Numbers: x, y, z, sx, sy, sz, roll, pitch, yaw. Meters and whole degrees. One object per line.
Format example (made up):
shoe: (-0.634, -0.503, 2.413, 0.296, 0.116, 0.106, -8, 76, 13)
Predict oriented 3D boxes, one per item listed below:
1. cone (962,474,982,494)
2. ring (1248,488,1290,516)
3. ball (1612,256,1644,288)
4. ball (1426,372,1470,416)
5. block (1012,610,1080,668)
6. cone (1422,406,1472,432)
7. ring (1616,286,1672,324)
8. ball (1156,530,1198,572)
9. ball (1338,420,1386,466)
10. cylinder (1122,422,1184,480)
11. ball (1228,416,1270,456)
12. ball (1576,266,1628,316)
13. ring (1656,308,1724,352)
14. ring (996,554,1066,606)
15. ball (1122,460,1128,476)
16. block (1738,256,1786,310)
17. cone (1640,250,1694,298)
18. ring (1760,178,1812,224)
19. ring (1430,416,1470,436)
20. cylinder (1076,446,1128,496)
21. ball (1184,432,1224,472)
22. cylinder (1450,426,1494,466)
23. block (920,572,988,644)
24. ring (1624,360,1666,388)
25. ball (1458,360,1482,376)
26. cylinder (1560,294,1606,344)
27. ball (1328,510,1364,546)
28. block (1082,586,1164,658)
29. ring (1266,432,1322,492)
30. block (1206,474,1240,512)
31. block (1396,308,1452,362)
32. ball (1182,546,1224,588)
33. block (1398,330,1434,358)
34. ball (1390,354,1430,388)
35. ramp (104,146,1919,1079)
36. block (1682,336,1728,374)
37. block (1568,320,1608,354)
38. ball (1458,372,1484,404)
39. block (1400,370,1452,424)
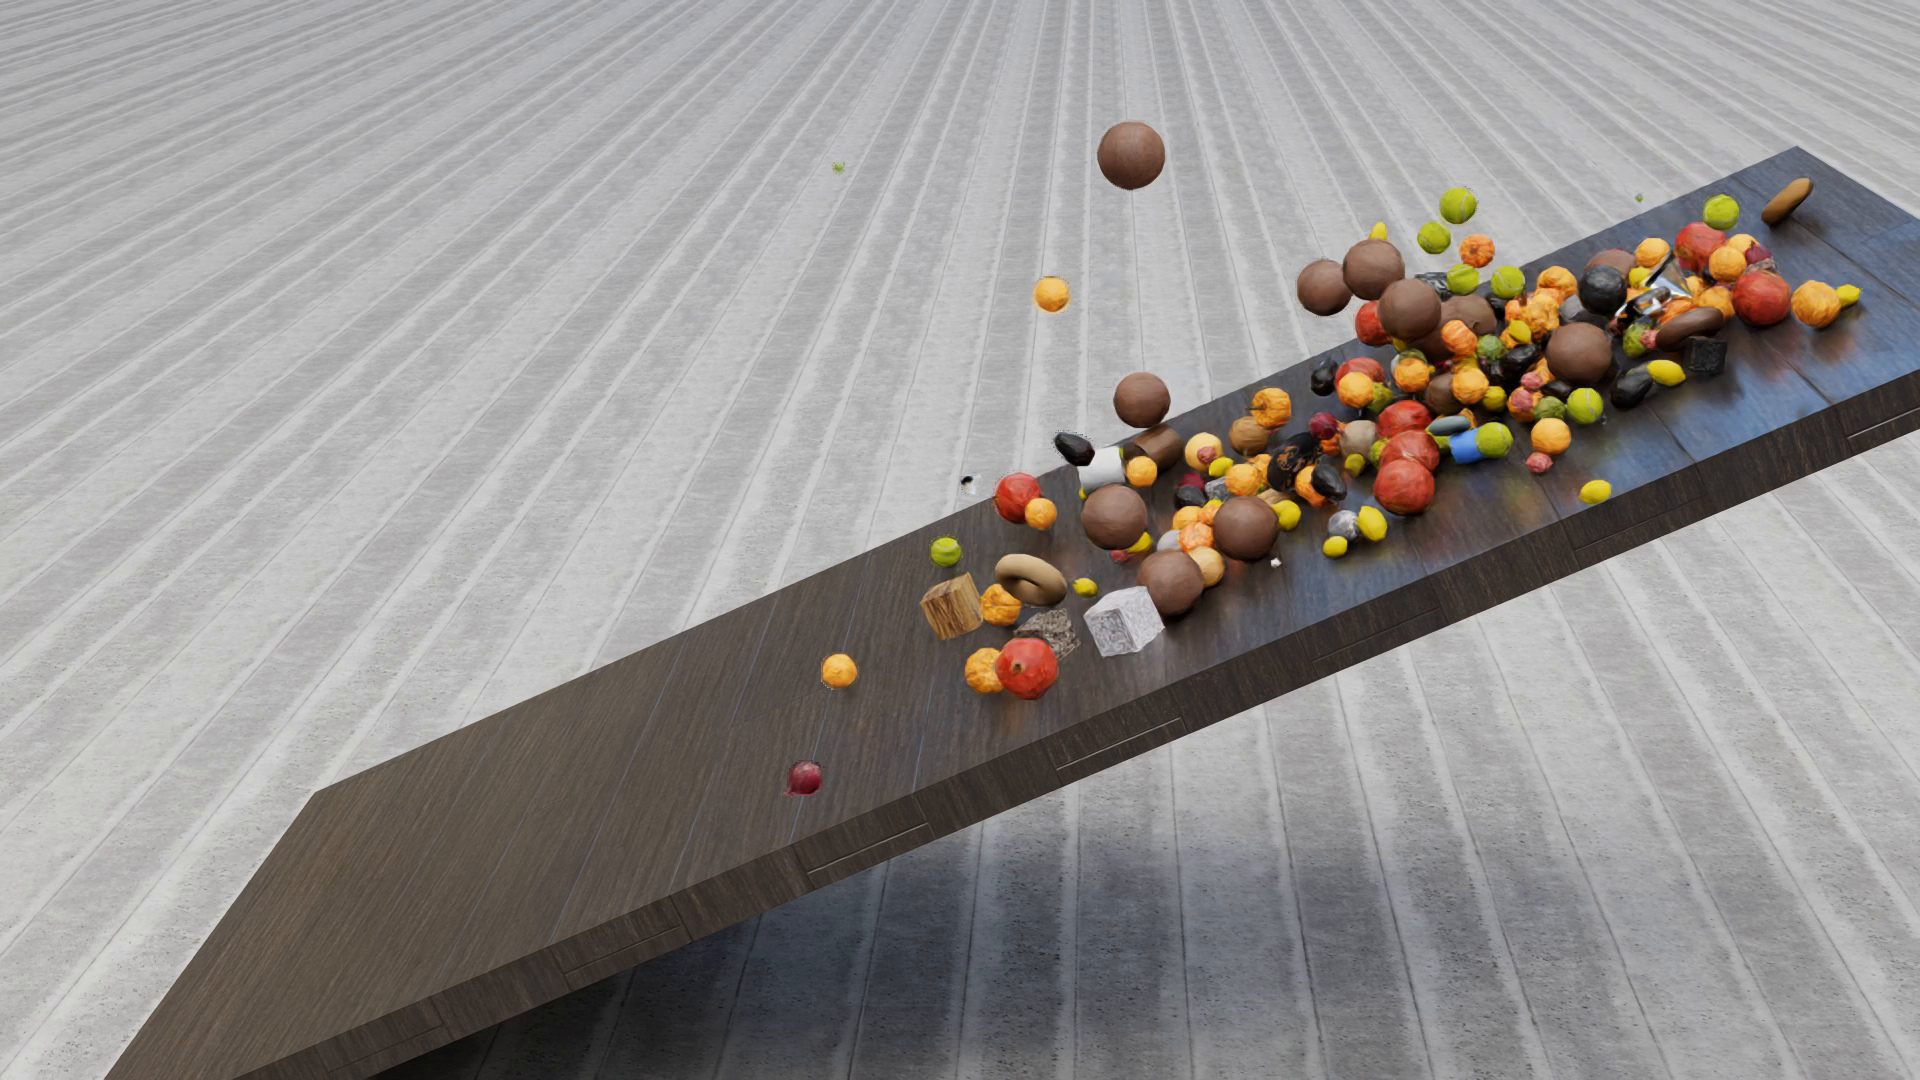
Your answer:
cone: (0.039, -0.147, 7.184, 0.050, 0.050, 0.050, 12, 42, 37)
ring: (0.633, -0.078, 6.026, 0.094, 0.031, 0.094, -24, 14, 7)
ball: (1.448, -0.580, 6.385, 0.070, 0.070, 0.070, 0, 15, 0)
ball: (0.967, -0.289, 5.829, 0.086, 0.086, 0.086, 0, 15, 0)
block: (0.169, 0.191, 5.732, 0.079, 0.079, 0.079, -10, 20, 49)
cone: (0.982, -0.257, 6.039, 0.096, 0.096, 0.096, 38, 15, -12)
ring: (1.363, -0.469, 5.863, 0.118, 0.039, 0.118, -26, -4, -2)
ball: (0.435, 0.022, 5.886, 0.085, 0.085, 0.085, 0, 15, 0)
ball: (0.821, -0.198, 6.002, 0.096, 0.096, 0.096, 0, 15, 0)
cylinder: (0.441, -0.202, 6.719, 0.099, 0.099, 0.099, -32, 31, -28)
ball: (0.637, -0.228, 6.479, 0.090, 0.090, 0.090, 0, 15, 0)
ball: (1.274, -0.494, 5.829, 0.099, 0.099, 0.099, 0, 15, 0)
ring: (1.421, -0.410, 5.724, 0.137, 0.046, 0.137, -19, -16, -5)
ring: (0.140, 0.080, 5.798, 0.149, 0.149, 0.050, 9, 61, 30)
ball: (0.341, -0.156, 6.757, 0.088, 0.088, 0.088, 0, 15, 0)
block: (1.591, -0.509, 5.835, 0.071, 0.071, 0.071, -20, 14, 21)
cone: (1.433, -0.515, 5.895, 0.096, 0.096, 0.096, 39, 20, 1)
ring: (1.780, -0.729, 6.332, 0.043, 0.130, 0.130, 49, 30, 8)
ring: (0.948, -0.220, 5.693, 0.080, 0.027, 0.080, -8, -11, -2)
cylinder: (0.314, -0.154, 6.553, 0.097, 0.097, 0.097, -13, 15, 5)
ball: (0.542, -0.194, 6.531, 0.087, 0.087, 0.087, 0, 15, 0)
cylinder: (0.989, -0.182, 5.688, 0.062, 0.062, 0.062, -16, 6, 31)
block: (-0.013, 0.143, 6.223, 0.095, 0.095, 0.095, -21, 14, 18)
ring: (1.326, -0.321, 5.687, 0.087, 0.029, 0.087, -25, 12, 6)
ball: (1.081, -0.357, 6.238, 0.050, 0.050, 0.050, 0, 15, 0)
cylinder: (1.254, -0.445, 5.915, 0.076, 0.076, 0.076, -1, 28, -3)
ball: (0.727, -0.022, 5.551, 0.067, 0.067, 0.067, 0, 15, 0)
block: (0.311, 0.154, 5.578, 0.093, 0.093, 0.093, -13, 18, 44)
ring: (0.678, -0.158, 5.966, 0.139, 0.139, 0.046, -15, 46, -43)
block: (0.554, -0.098, 6.204, 0.054, 0.054, 0.054, -23, 13, 12)
block: (1.032, -0.456, 6.543, 0.082, 0.082, 0.082, 15, 18, -14)
ball: (0.472, 0.053, 5.702, 0.081, 0.081, 0.081, 0, 15, 0)
block: (0.974, -0.419, 6.290, 0.051, 0.051, 0.051, -3, 11, -41)
ball: (0.979, -0.370, 6.406, 0.085, 0.085, 0.085, 0, 15, 0)
ramp: (0.134, 0.169, 6.283, 4.000, 0.100, 2.000, -23, 13, 9)
block: (1.401, -0.348, 5.534, 0.060, 0.060, 0.060, 4, 12, -6)
block: (1.287, -0.428, 6.032, 0.057, 0.057, 0.057, 25, 32, 9)
ball: (1.039, -0.310, 6.015, 0.067, 0.067, 0.067, 0, 15, 0)
block: (0.984, -0.298, 6.123, 0.080, 0.080, 0.080, -34, 16, -33)
